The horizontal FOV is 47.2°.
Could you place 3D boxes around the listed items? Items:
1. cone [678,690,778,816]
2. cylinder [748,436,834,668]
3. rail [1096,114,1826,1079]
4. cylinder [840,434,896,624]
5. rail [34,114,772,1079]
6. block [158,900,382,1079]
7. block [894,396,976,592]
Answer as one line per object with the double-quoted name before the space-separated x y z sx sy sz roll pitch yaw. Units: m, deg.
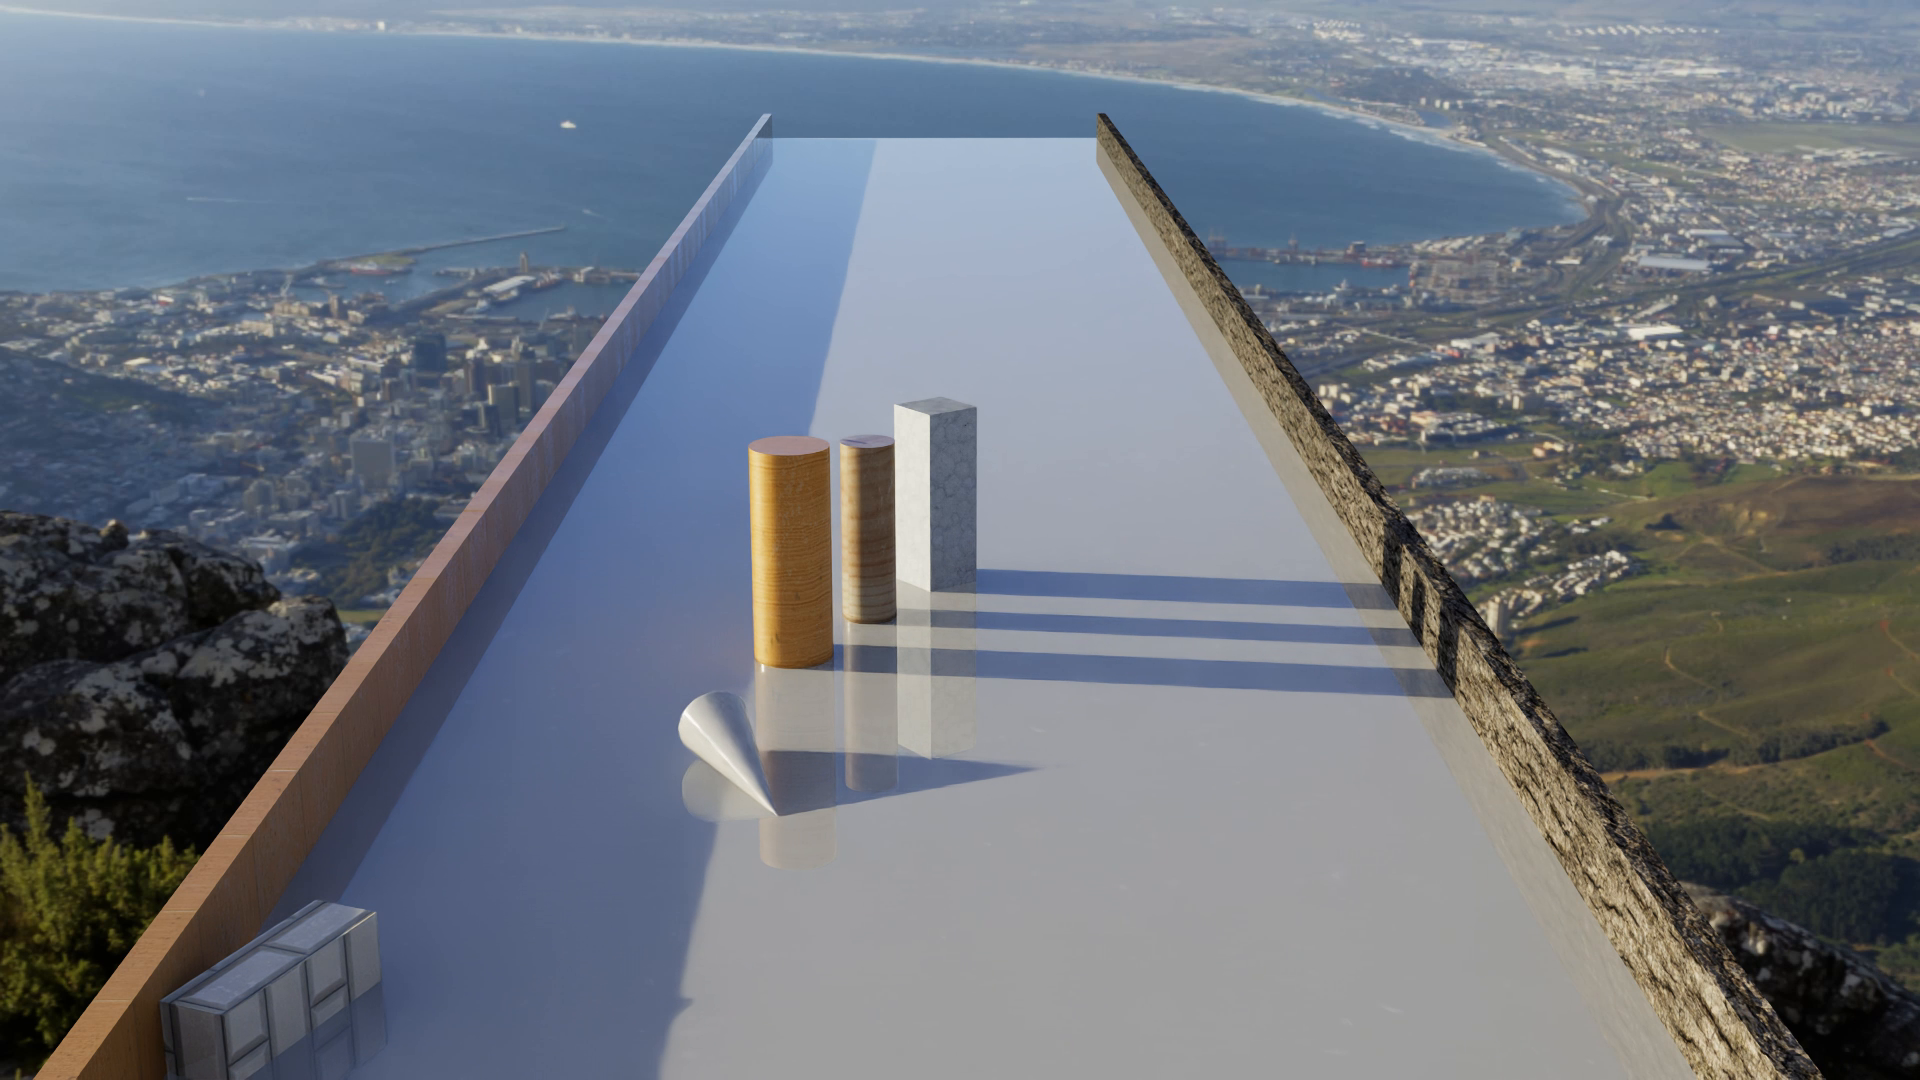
"cone" -0.372 0.393 3.794 0.128 0.128 0.313 -8 30 -25
"cylinder" -0.336 0.024 4.380 0.160 0.437 0.160 0 17 0
"rail" 0.932 -0.844 7.801 0.050 0.150 12.000 0 17 -1
"cylinder" -0.193 -0.022 4.631 0.116 0.383 0.116 0 17 0
"rail" -1.118 -0.838 7.780 0.050 0.150 12.000 0 17 -1
"block" -0.929 0.611 2.988 0.105 0.105 0.320 7 18 21
"block" -0.054 -0.103 4.873 0.129 0.399 0.129 -12 21 -36
